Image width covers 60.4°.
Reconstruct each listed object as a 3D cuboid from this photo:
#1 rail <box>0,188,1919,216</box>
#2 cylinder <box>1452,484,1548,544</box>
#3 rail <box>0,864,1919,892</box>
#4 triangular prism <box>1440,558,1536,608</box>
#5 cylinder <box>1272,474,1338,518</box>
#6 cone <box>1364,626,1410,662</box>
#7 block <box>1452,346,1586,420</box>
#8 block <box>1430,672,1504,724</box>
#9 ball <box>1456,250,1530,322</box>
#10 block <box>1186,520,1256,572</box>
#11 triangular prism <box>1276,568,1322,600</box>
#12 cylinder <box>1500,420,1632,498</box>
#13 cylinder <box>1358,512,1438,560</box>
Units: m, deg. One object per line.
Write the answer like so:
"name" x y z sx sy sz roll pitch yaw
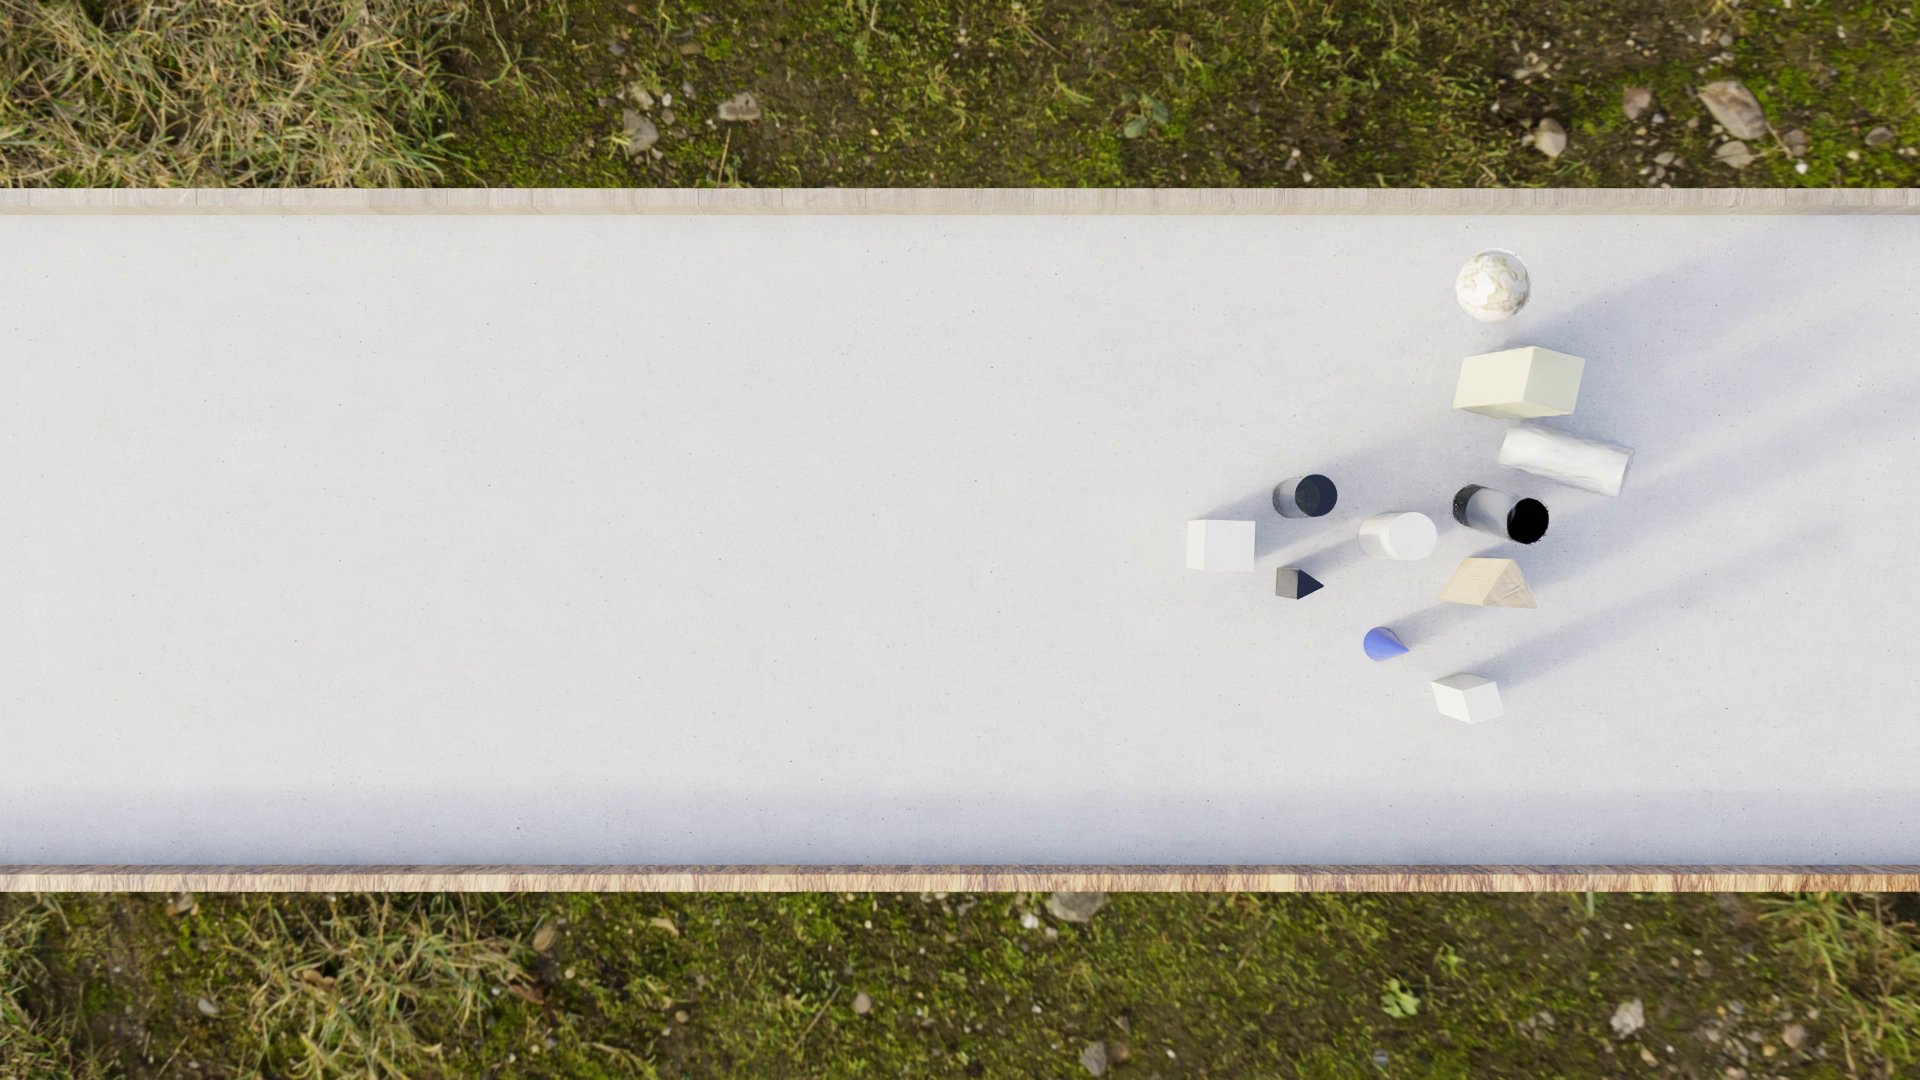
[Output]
"rail" -2.247 -1.025 5.002 12.000 0.150 0.050 0 90 0
"cylinder" 1.601 -0.079 4.897 0.131 0.337 0.131 -2 99 -10
"rail" -2.247 1.025 5.001 12.000 0.150 0.050 0 90 0
"triangular prism" 1.554 0.120 4.861 0.153 0.430 0.133 4 90 0
"cylinder" 1.022 -0.128 4.905 0.123 0.342 0.123 0 90 0
"cone" 1.295 0.320 4.912 0.108 0.329 0.108 0 90 0
"block" 1.636 -0.457 4.850 0.158 0.433 0.158 12 90 -9
"block" 1.511 0.470 4.918 0.100 0.316 0.100 -16 90 0
"ball" 1.546 -0.736 4.786 0.206 0.206 0.206 0 90 0
"block" 0.771 0.016 4.899 0.144 0.354 0.144 2 90 0
"triangular prism" 0.994 0.118 4.915 0.087 0.324 0.075 -27 90 0
"cylinder" 1.812 -0.246 4.937 0.346 0.146 0.146 19 90 24
"cylinder" 1.297 -0.011 4.900 0.140 0.353 0.140 0 90 0
